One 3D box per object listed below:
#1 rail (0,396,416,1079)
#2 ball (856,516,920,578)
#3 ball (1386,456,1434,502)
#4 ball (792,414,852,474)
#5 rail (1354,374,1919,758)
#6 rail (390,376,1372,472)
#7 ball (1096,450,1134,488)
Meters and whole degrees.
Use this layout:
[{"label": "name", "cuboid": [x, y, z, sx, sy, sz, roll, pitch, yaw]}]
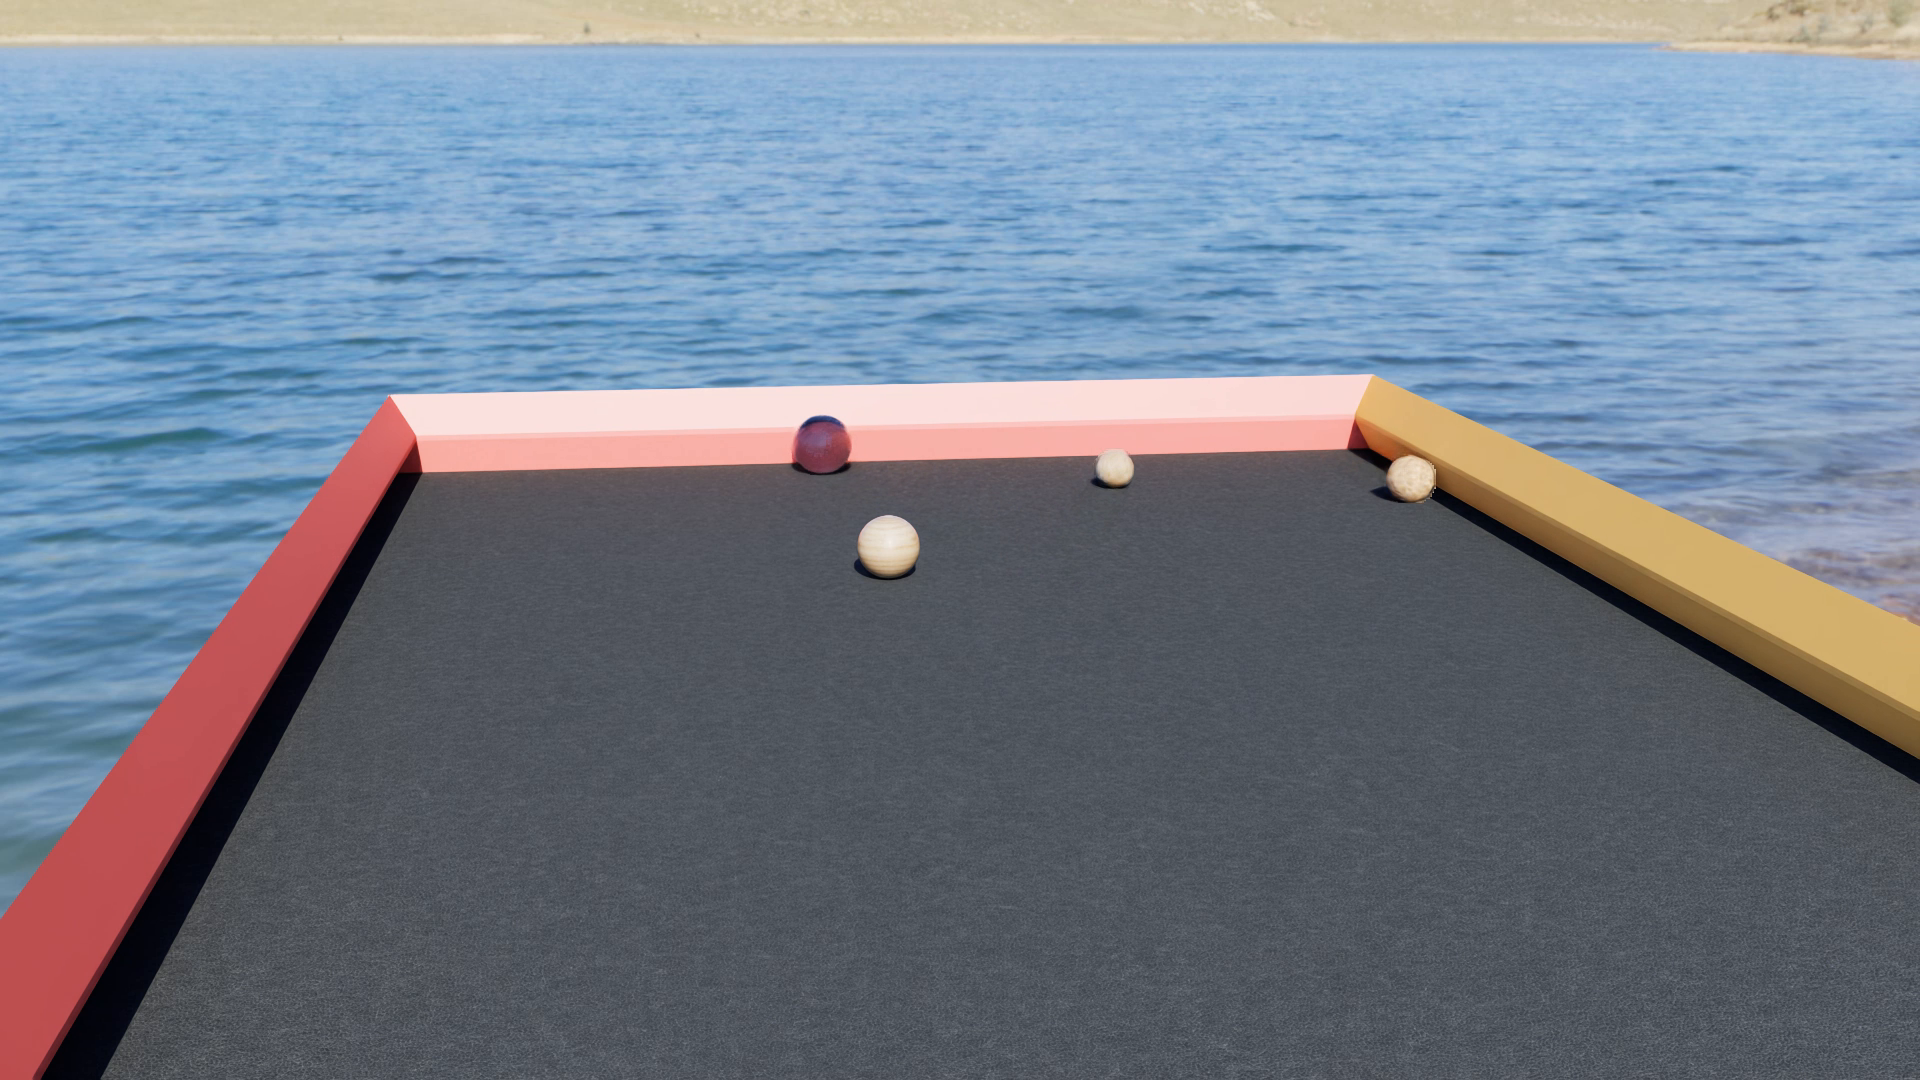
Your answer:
[{"label": "rail", "cuboid": [-0.687, 0.173, 2.044, 0.045, 0.127, 3.168, -2, 13, -8]}, {"label": "ball", "cuboid": [-0.093, 0.009, 2.874, 0.083, 0.083, 0.083, 0, 13, 0]}, {"label": "ball", "cuboid": [0.686, -0.093, 3.351, 0.072, 0.072, 0.072, 0, 13, 0]}, {"label": "ball", "cuboid": [-0.224, -0.156, 3.571, 0.098, 0.098, 0.098, 0, 13, 0]}, {"label": "rail", "cuboid": [0.902, 0.125, 2.256, 0.045, 0.127, 3.168, -2, 13, -8]}, {"label": "rail", "cuboid": [-0.104, -0.192, 3.658, 1.651, 0.127, 0.045, -2, 13, -8]}, {"label": "ball", "cuboid": [0.244, -0.111, 3.458, 0.060, 0.060, 0.060, 0, 13, 0]}]
